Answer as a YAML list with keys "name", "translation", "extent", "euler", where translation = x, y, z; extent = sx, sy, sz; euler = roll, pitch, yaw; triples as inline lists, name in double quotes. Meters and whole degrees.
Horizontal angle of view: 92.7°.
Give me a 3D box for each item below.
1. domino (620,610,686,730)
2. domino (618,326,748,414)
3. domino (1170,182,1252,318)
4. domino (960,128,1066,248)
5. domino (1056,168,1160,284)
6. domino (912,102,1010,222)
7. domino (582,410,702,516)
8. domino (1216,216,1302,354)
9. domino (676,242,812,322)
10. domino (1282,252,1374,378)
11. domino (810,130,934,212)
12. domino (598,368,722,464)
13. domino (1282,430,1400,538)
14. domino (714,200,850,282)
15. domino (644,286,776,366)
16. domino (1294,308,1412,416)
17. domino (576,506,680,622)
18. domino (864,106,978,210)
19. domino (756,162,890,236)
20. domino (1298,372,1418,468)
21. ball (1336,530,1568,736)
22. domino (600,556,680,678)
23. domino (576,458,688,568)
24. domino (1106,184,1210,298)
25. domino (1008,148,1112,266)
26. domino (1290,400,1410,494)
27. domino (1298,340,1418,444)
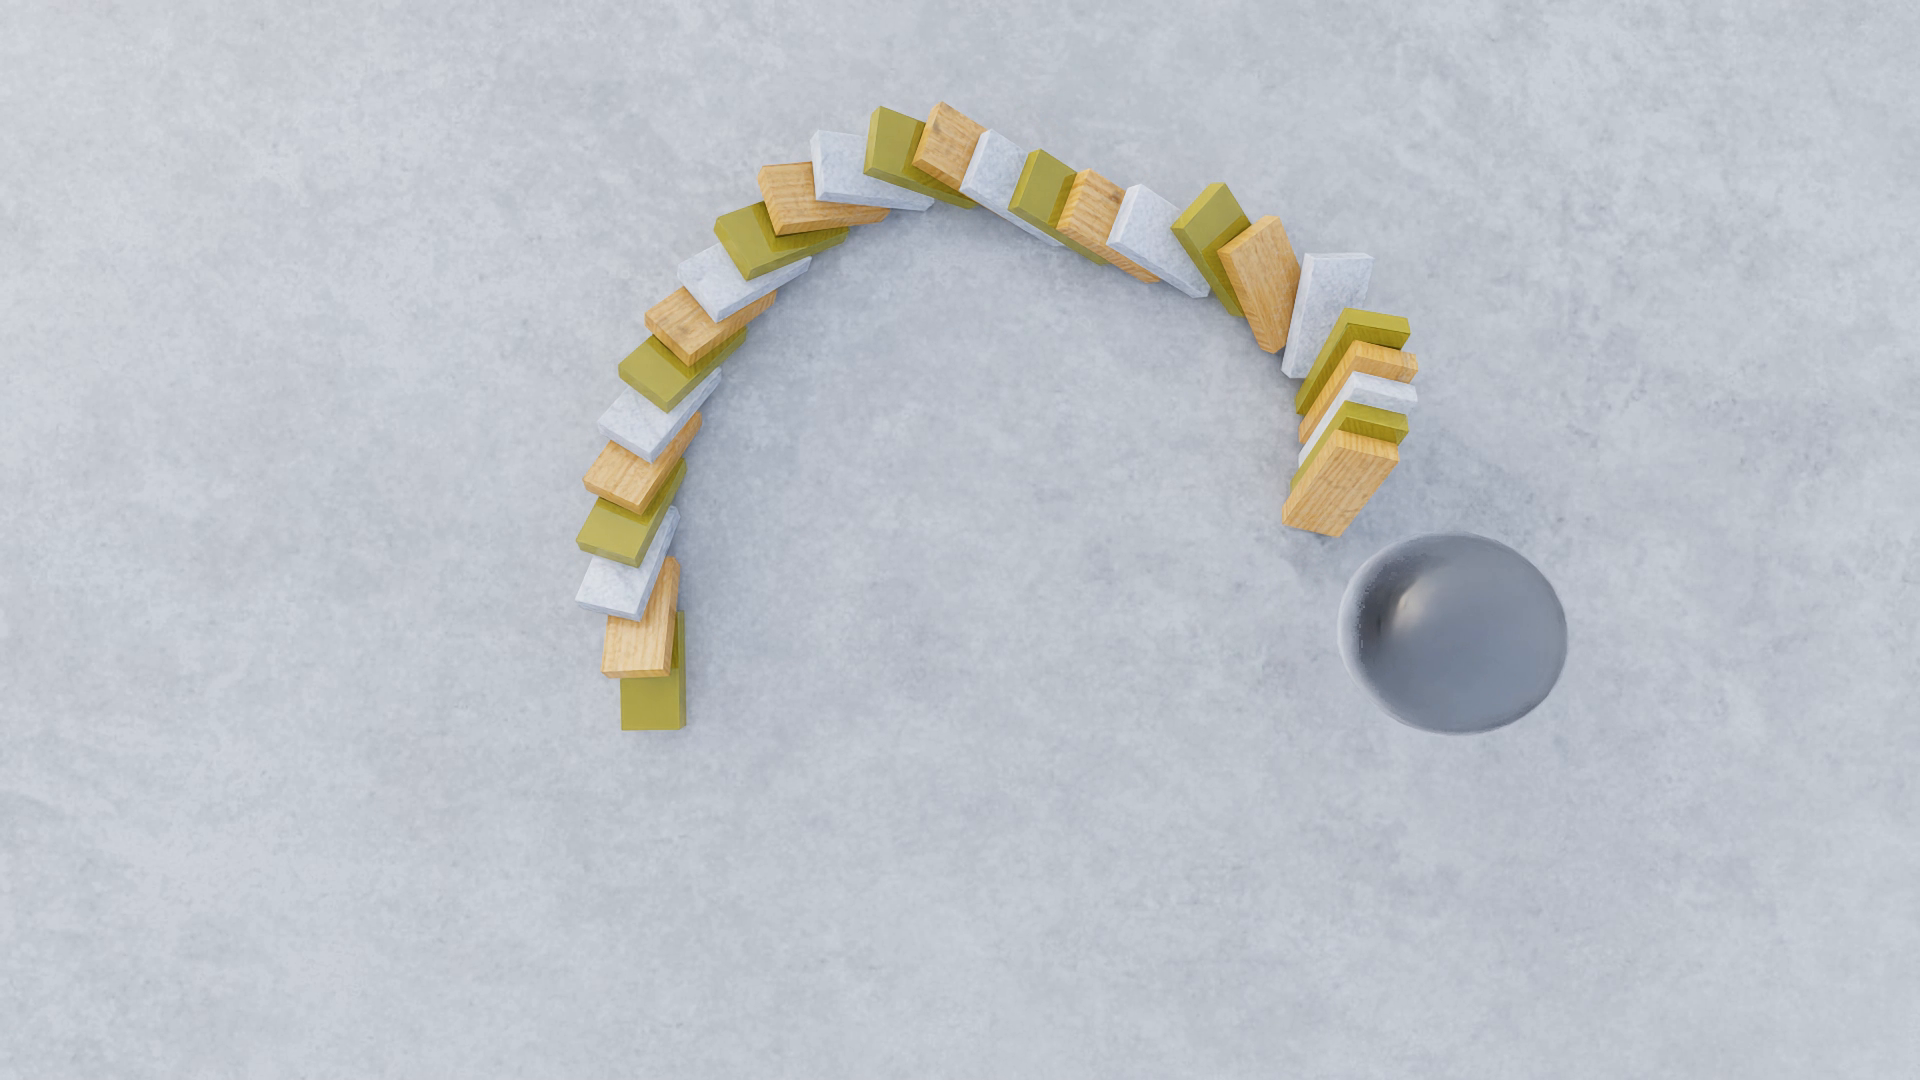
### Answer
- name: "domino"
  translation: [-0.132, 0.056, 0.395]
  extent: [0.025, 0.010, 0.050]
  euler: [-1, 90, 0]
- name: "domino"
  translation: [-0.116, -0.079, 0.384]
  extent: [0.025, 0.009, 0.050]
  euler: [37, 63, 0]
- name: "domino"
  translation: [0.112, -0.121, 0.383]
  extent: [0.025, 0.009, 0.050]
  euler: [-48, 119, -1]
- name: "domino"
  translation: [0.027, -0.146, 0.384]
  extent: [0.050, 0.009, 0.025]
  euler: [21, 90, -28]
- name: "domino"
  translation: [0.067, -0.131, 0.385]
  extent: [0.050, 0.010, 0.025]
  euler: [21, 90, -27]
- name: "domino"
  translation: [0.007, -0.158, 0.384]
  extent: [0.050, 0.009, 0.025]
  euler: [20, 87, -28]
- name: "domino"
  translation: [-0.132, -0.037, 0.384]
  extent: [0.025, 0.010, 0.050]
  euler: [25, 63, 0]
- name: "domino"
  translation: [0.130, -0.107, 0.384]
  extent: [0.025, 0.010, 0.050]
  euler: [-37, 119, 0]
- name: "domino"
  translation: [-0.090, -0.114, 0.384]
  extent: [0.050, 0.010, 0.025]
  euler: [-40, 90, -27]
- name: "domino"
  translation: [0.153, -0.093, 0.382]
  extent: [0.025, 0.009, 0.050]
  euler: [-2, 121, -5]
- name: "domino"
  translation: [-0.036, -0.154, 0.384]
  extent: [0.050, 0.010, 0.025]
  euler: [-6, 90, -29]
- name: "domino"
  translation: [-0.125, -0.059, 0.384]
  extent: [0.025, 0.009, 0.050]
  euler: [31, 63, 0]
- name: "domino"
  translation: [0.155, -0.022, 0.377]
  extent: [0.025, 0.050, 0.010]
  euler: [13, 53, 0]
- name: "domino"
  translation: [-0.074, -0.130, 0.384]
  extent: [0.050, 0.010, 0.025]
  euler: [-33, 90, -28]
- name: "domino"
  translation: [-0.104, -0.097, 0.384]
  extent: [0.025, 0.009, 0.050]
  euler: [43, 62, 0]
- name: "domino"
  translation: [0.160, -0.071, 0.377]
  extent: [0.025, 0.050, 0.010]
  euler: [10, 53, 0]
- name: "domino"
  translation: [-0.139, 0.007, 0.385]
  extent: [0.025, 0.009, 0.050]
  euler: [13, 64, 0]
- name: "domino"
  translation: [-0.014, -0.159, 0.384]
  extent: [0.050, 0.010, 0.025]
  euler: [8, 89, -28]
- name: "domino"
  translation: [-0.057, -0.144, 0.384]
  extent: [0.050, 0.010, 0.025]
  euler: [-19, 90, -30]
- name: "domino"
  translation: [0.162, -0.045, 0.377]
  extent: [0.025, 0.050, 0.010]
  euler: [13, 53, 0]
- name: "ball"
  translation: [0.191, 0.036, 0.360]
  extent: [0.080, 0.080, 0.080]
  euler: [0, 90, 0]
- name: "domino"
  translation: [-0.133, 0.032, 0.385]
  extent: [0.025, 0.009, 0.050]
  euler: [-2, 64, -1]
- name: "domino"
  translation: [-0.137, -0.015, 0.384]
  extent: [0.025, 0.010, 0.050]
  euler: [17, 63, 0]
- name: "domino"
  translation: [0.087, -0.125, 0.385]
  extent: [0.050, 0.010, 0.025]
  euler: [21, 90, -27]
- name: "domino"
  translation: [0.047, -0.139, 0.384]
  extent: [0.050, 0.009, 0.025]
  euler: [21, 90, -27]
- name: "domino"
  translation: [0.159, -0.034, 0.377]
  extent: [0.025, 0.050, 0.010]
  euler: [13, 53, 0]
- name: "domino"
  translation: [0.163, -0.058, 0.377]
  extent: [0.025, 0.050, 0.009]
  euler: [13, 53, 0]
